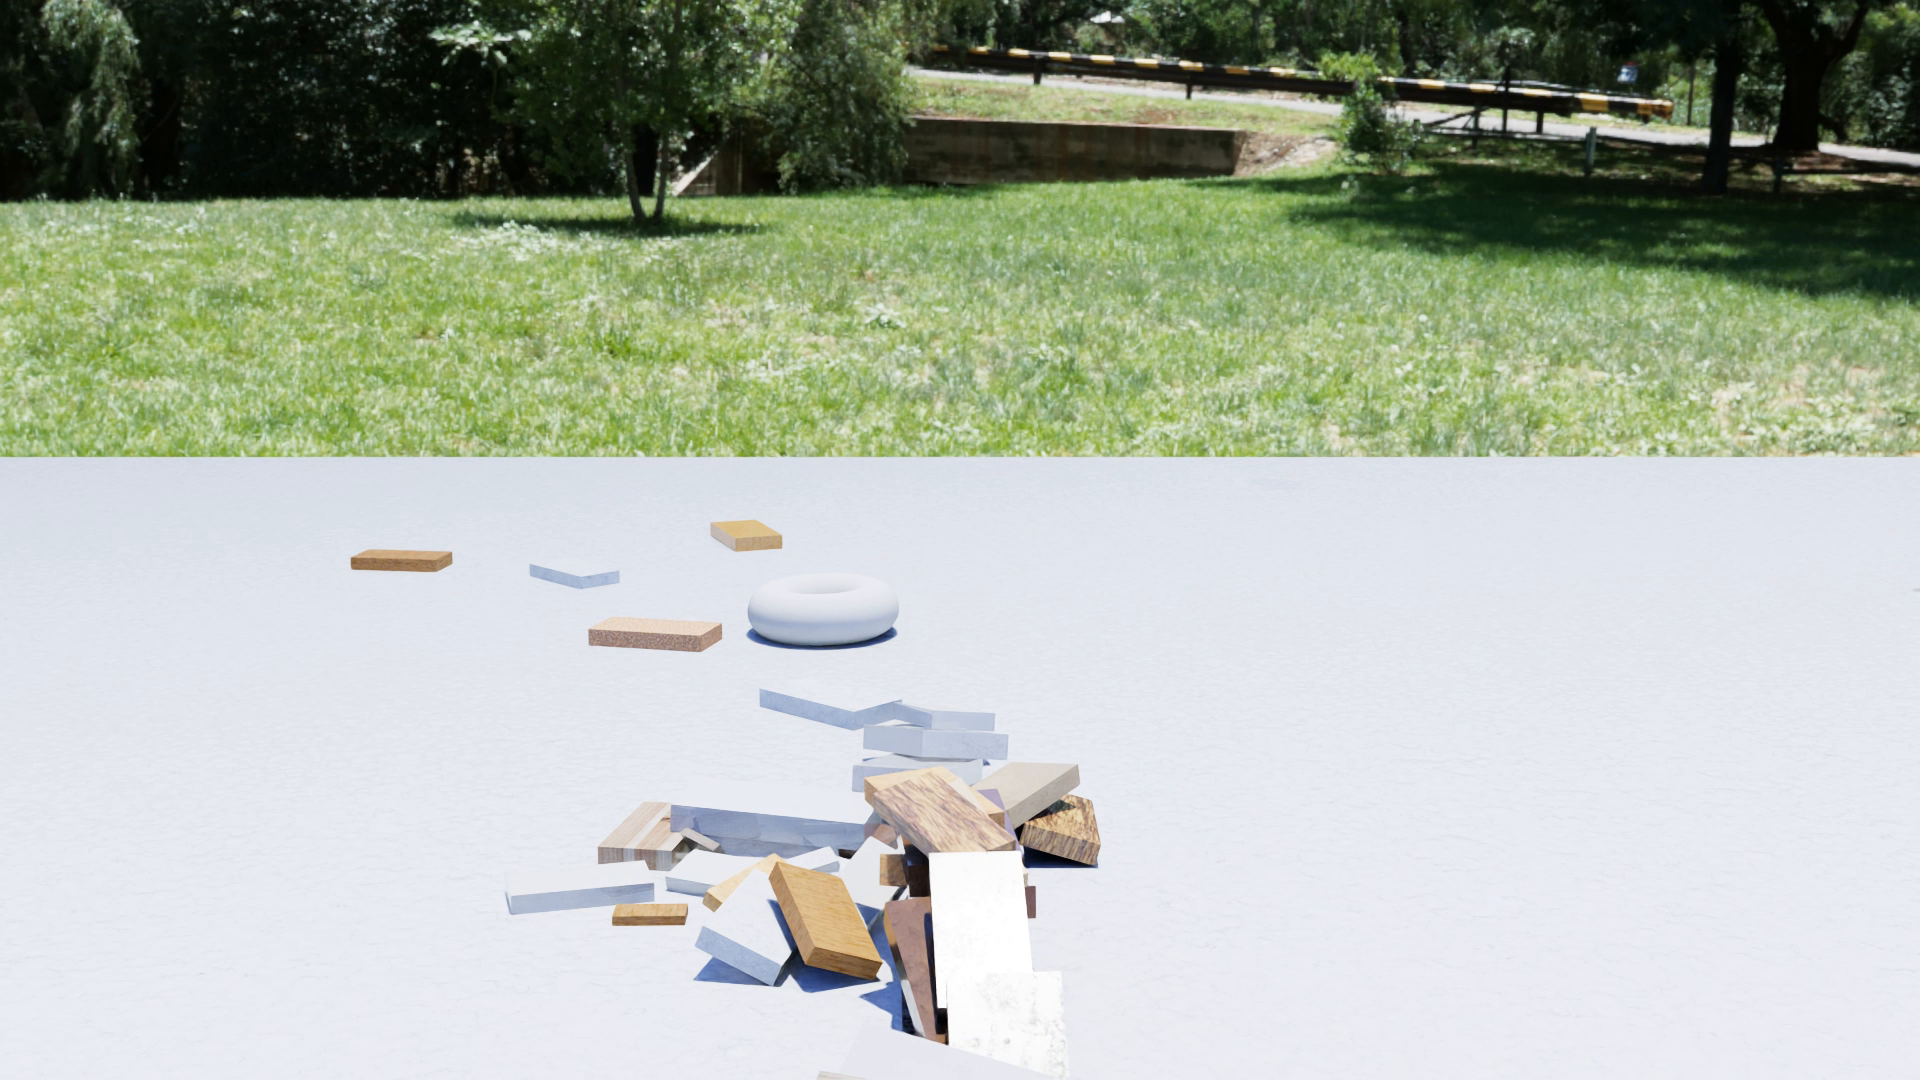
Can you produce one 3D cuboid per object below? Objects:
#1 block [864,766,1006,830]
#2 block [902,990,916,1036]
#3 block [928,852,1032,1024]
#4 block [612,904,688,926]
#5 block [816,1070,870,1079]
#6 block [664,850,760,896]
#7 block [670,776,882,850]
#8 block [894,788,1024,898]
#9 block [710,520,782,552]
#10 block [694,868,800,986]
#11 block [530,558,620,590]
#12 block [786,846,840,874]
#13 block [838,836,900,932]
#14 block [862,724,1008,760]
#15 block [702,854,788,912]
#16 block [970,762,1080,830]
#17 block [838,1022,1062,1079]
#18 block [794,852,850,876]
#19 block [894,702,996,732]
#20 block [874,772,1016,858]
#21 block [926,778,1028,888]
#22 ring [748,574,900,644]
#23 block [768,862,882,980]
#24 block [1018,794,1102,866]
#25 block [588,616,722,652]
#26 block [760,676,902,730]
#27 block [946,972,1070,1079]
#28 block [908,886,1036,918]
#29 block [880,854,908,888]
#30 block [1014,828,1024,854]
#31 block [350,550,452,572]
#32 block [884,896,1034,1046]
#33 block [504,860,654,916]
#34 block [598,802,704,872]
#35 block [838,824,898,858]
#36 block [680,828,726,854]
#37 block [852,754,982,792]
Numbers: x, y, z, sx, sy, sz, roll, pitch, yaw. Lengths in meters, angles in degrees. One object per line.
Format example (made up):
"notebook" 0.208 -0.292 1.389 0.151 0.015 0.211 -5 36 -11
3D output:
"block" -0.042 0.408 3.374 0.132 0.037 0.265 -6 12 -20
"block" 0.005 0.657 3.026 0.168 0.048 0.337 0 13 -2
"block" 0.027 0.525 2.922 0.125 0.035 0.250 -1 43 -4
"block" -0.499 0.604 3.547 0.116 0.016 0.058 0 11 -1
"block" -0.038 0.697 2.542 0.300 0.033 0.117 5 48 18
"block" -0.390 0.565 3.680 0.184 0.026 0.092 5 24 26
"block" -0.324 0.487 3.926 0.347 0.049 0.174 5 11 8
"block" -0.007 0.456 3.342 0.169 0.048 0.338 -3 11 -5
"block" -0.663 -0.015 6.810 0.148 0.042 0.296 -4 11 -21
"block" -0.304 0.595 3.400 0.132 0.037 0.265 26 14 6
"block" -1.094 0.094 6.238 0.130 0.037 0.259 -10 14 -43
"block" -0.267 0.555 3.725 0.116 0.016 0.058 -16 21 -14
"block" -0.163 0.576 3.568 0.092 0.026 0.406 28 15 6
"block" -0.052 0.396 4.314 0.174 0.049 0.347 5 -4 -21
"block" -0.324 0.573 3.561 0.092 0.026 0.184 33 27 21
"block" 0.090 0.452 3.889 0.137 0.039 0.274 -1 11 30
"block" 0.012 0.683 2.596 0.337 0.041 0.144 11 51 22
"block" -0.221 0.563 3.759 0.143 0.020 0.072 10 14 43
"block" -0.036 0.365 4.552 0.130 0.037 0.351 4 -2 -14
"block" -0.023 0.406 3.137 0.104 0.029 0.207 -18 33 -31
"block" 0.003 0.438 3.180 0.104 0.029 0.207 -18 43 -21
"ring" -0.345 0.174 5.565 0.385 0.128 0.385 -1 11 0
"block" -0.208 0.580 3.363 0.117 0.033 0.233 19 17 -27
"block" 0.172 0.502 3.921 0.137 0.039 0.275 16 9 -3
"block" -0.757 0.234 5.471 0.296 0.042 0.148 3 11 14
"block" -0.284 0.356 4.814 0.296 0.042 0.148 10 14 42
"block" 0.060 0.662 2.682 0.144 0.041 0.288 0 46 -3
"block" 0.014 0.558 3.388 0.169 0.048 0.337 1 -9 -4
"block" -0.016 0.531 3.517 0.169 0.048 0.338 -1 -10 8
"block" 0.035 0.518 3.879 0.137 0.039 0.274 9 9 -3
"block" -1.630 0.060 6.422 0.259 0.037 0.130 2 11 8
"block" 0.014 0.597 2.937 0.168 0.048 0.337 -5 30 -12
"block" -0.632 0.576 3.651 0.233 0.033 0.117 -3 11 -16
"block" -0.538 0.525 3.914 0.132 0.037 0.265 2 11 9
"block" -0.150 0.537 3.899 0.072 0.020 0.143 5 12 25
"block" -0.436 0.537 3.796 0.016 0.058 0.116 -40 29 -24
"block" -0.076 0.441 4.144 0.174 0.049 0.347 2 -1 12
